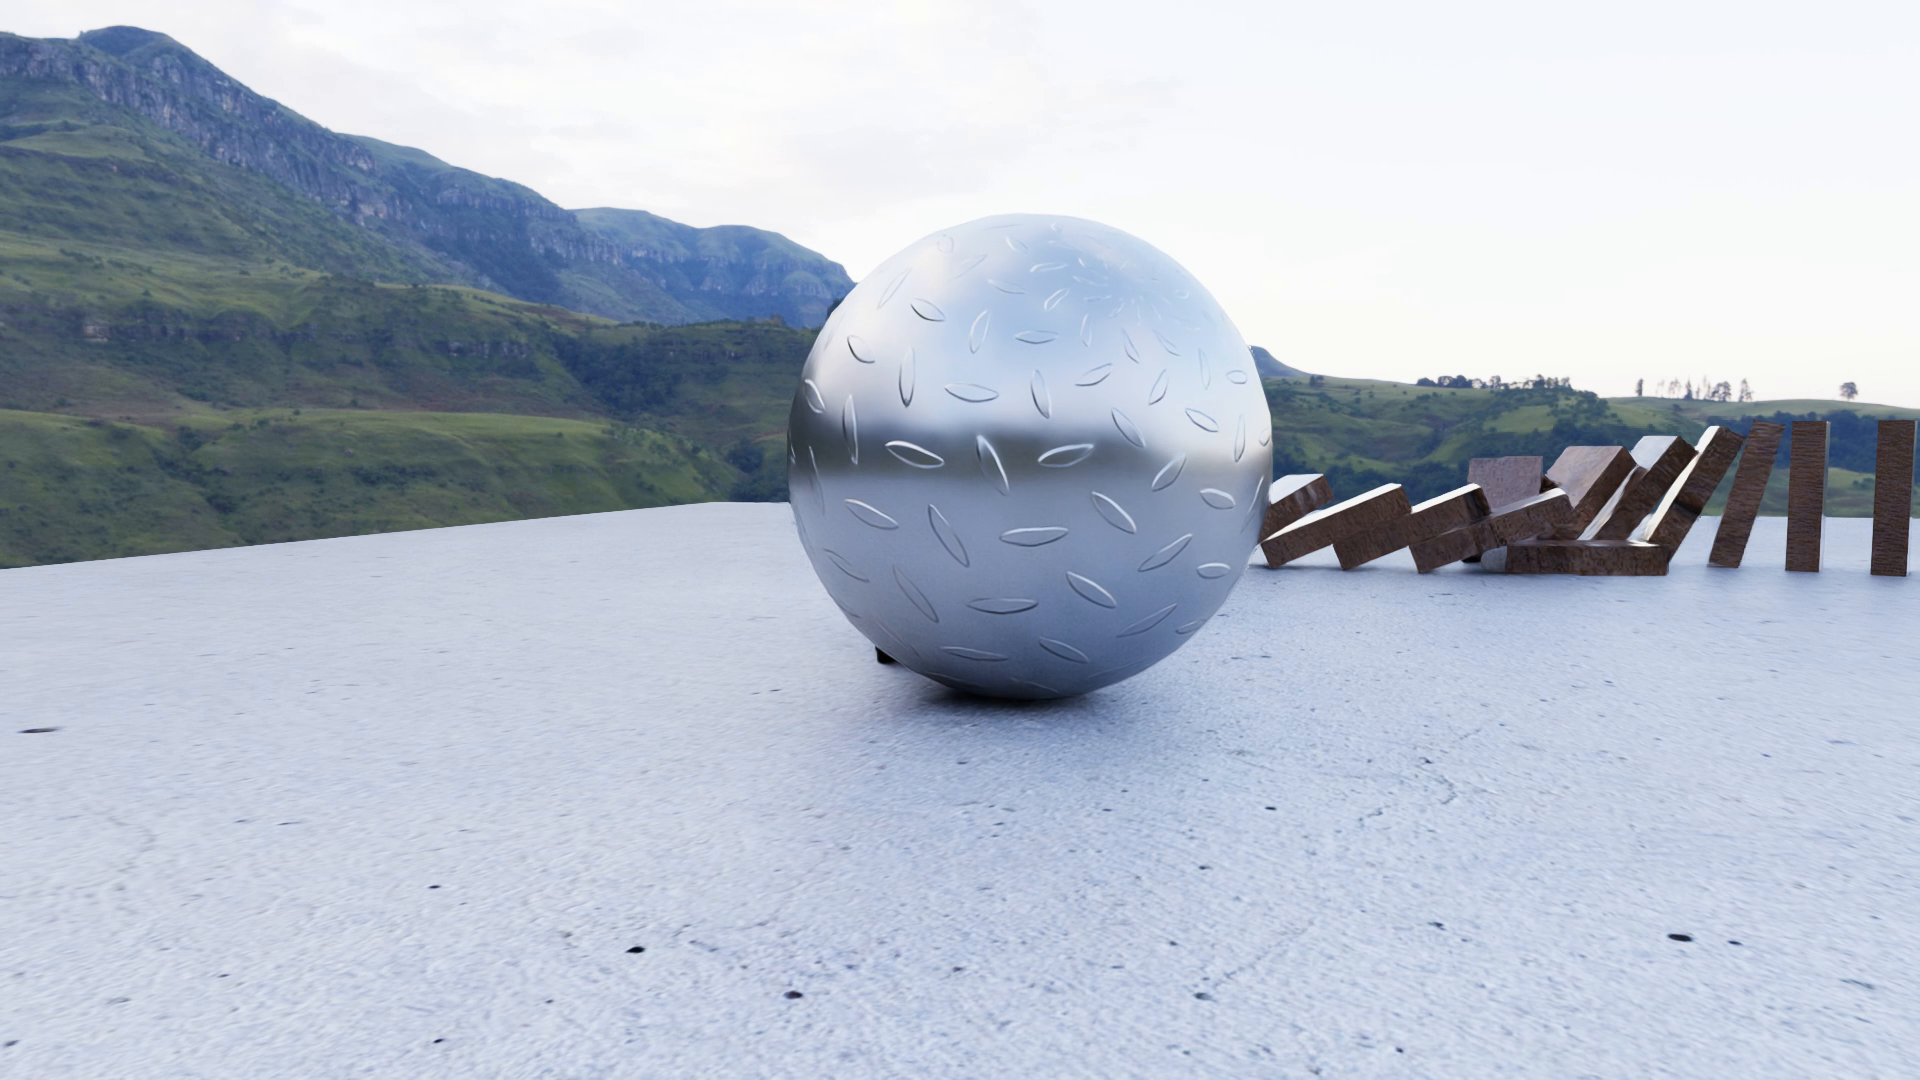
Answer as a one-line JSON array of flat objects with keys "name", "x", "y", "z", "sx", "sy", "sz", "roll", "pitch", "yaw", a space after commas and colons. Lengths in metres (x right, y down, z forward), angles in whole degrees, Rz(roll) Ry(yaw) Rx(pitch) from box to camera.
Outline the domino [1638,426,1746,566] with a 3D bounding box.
[{"name": "domino", "x": 0.259, "y": -0.016, "z": 0.457, "sx": 0.010, "sy": 0.050, "sz": 0.025, "roll": 30, "pitch": 15, "yaw": 18}]

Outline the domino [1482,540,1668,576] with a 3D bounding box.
[{"name": "domino", "x": 0.204, "y": 0.006, "z": 0.428, "sx": 0.050, "sy": 0.010, "sz": 0.025, "roll": 0, "pitch": 4, "yaw": 5}]

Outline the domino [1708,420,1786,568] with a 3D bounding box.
[{"name": "domino", "x": 0.274, "y": -0.016, "z": 0.447, "sx": 0.009, "sy": 0.050, "sz": 0.025, "roll": 18, "pitch": 13, "yaw": 30}]

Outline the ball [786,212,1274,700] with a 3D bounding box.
[{"name": "ball", "x": 0.011, "y": -0.014, "z": 0.214, "sx": 0.080, "sy": 0.080, "sz": 0.080, "roll": 0, "pitch": 4, "yaw": 0}]

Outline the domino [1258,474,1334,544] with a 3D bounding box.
[{"name": "domino", "x": 0.103, "y": -0.007, "z": 0.452, "sx": 0.050, "sy": 0.010, "sz": 0.025, "roll": -29, "pitch": 9, "yaw": -13}]

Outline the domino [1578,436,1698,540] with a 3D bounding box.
[{"name": "domino", "x": 0.242, "y": -0.015, "z": 0.466, "sx": 0.010, "sy": 0.050, "sz": 0.025, "roll": 38, "pitch": 5, "yaw": 0}]

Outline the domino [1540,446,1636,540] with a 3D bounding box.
[{"name": "domino", "x": 0.221, "y": -0.014, "z": 0.470, "sx": 0.050, "sy": 0.009, "sz": 0.025, "roll": -47, "pitch": 18, "yaw": -12}]

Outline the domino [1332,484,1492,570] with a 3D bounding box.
[{"name": "domino", "x": 0.152, "y": -0.004, "z": 0.434, "sx": 0.050, "sy": 0.010, "sz": 0.025, "roll": -23, "pitch": -2, "yaw": 16}]

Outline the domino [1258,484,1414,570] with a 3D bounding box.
[{"name": "domino", "x": 0.128, "y": -0.005, "z": 0.443, "sx": 0.050, "sy": 0.010, "sz": 0.025, "roll": -23, "pitch": 0, "yaw": 11}]

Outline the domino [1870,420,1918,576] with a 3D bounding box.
[{"name": "domino", "x": 0.307, "y": -0.014, "z": 0.422, "sx": 0.009, "sy": 0.050, "sz": 0.025, "roll": 3, "pitch": 5, "yaw": 38}]

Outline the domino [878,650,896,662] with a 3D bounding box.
[{"name": "domino", "x": -0.005, "y": 0.002, "z": 0.265, "sx": 0.025, "sy": 0.009, "sz": 0.050, "roll": 0, "pitch": 46, "yaw": -4}]

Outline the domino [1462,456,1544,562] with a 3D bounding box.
[{"name": "domino", "x": 0.198, "y": -0.012, "z": 0.468, "sx": 0.025, "sy": 0.010, "sz": 0.050, "roll": -2, "pitch": 39, "yaw": 28}]

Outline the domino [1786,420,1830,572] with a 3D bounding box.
[{"name": "domino", "x": 0.288, "y": -0.015, "z": 0.436, "sx": 0.010, "sy": 0.050, "sz": 0.025, "roll": 3, "pitch": 5, "yaw": 37}]

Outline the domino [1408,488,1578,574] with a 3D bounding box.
[{"name": "domino", "x": 0.175, "y": -0.003, "z": 0.424, "sx": 0.050, "sy": 0.010, "sz": 0.025, "roll": -21, "pitch": -2, "yaw": 20}]

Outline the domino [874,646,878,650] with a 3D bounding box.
[{"name": "domino", "x": -0.006, "y": 0.001, "z": 0.279, "sx": 0.025, "sy": 0.010, "sz": 0.050, "roll": 0, "pitch": 46, "yaw": -4}]
